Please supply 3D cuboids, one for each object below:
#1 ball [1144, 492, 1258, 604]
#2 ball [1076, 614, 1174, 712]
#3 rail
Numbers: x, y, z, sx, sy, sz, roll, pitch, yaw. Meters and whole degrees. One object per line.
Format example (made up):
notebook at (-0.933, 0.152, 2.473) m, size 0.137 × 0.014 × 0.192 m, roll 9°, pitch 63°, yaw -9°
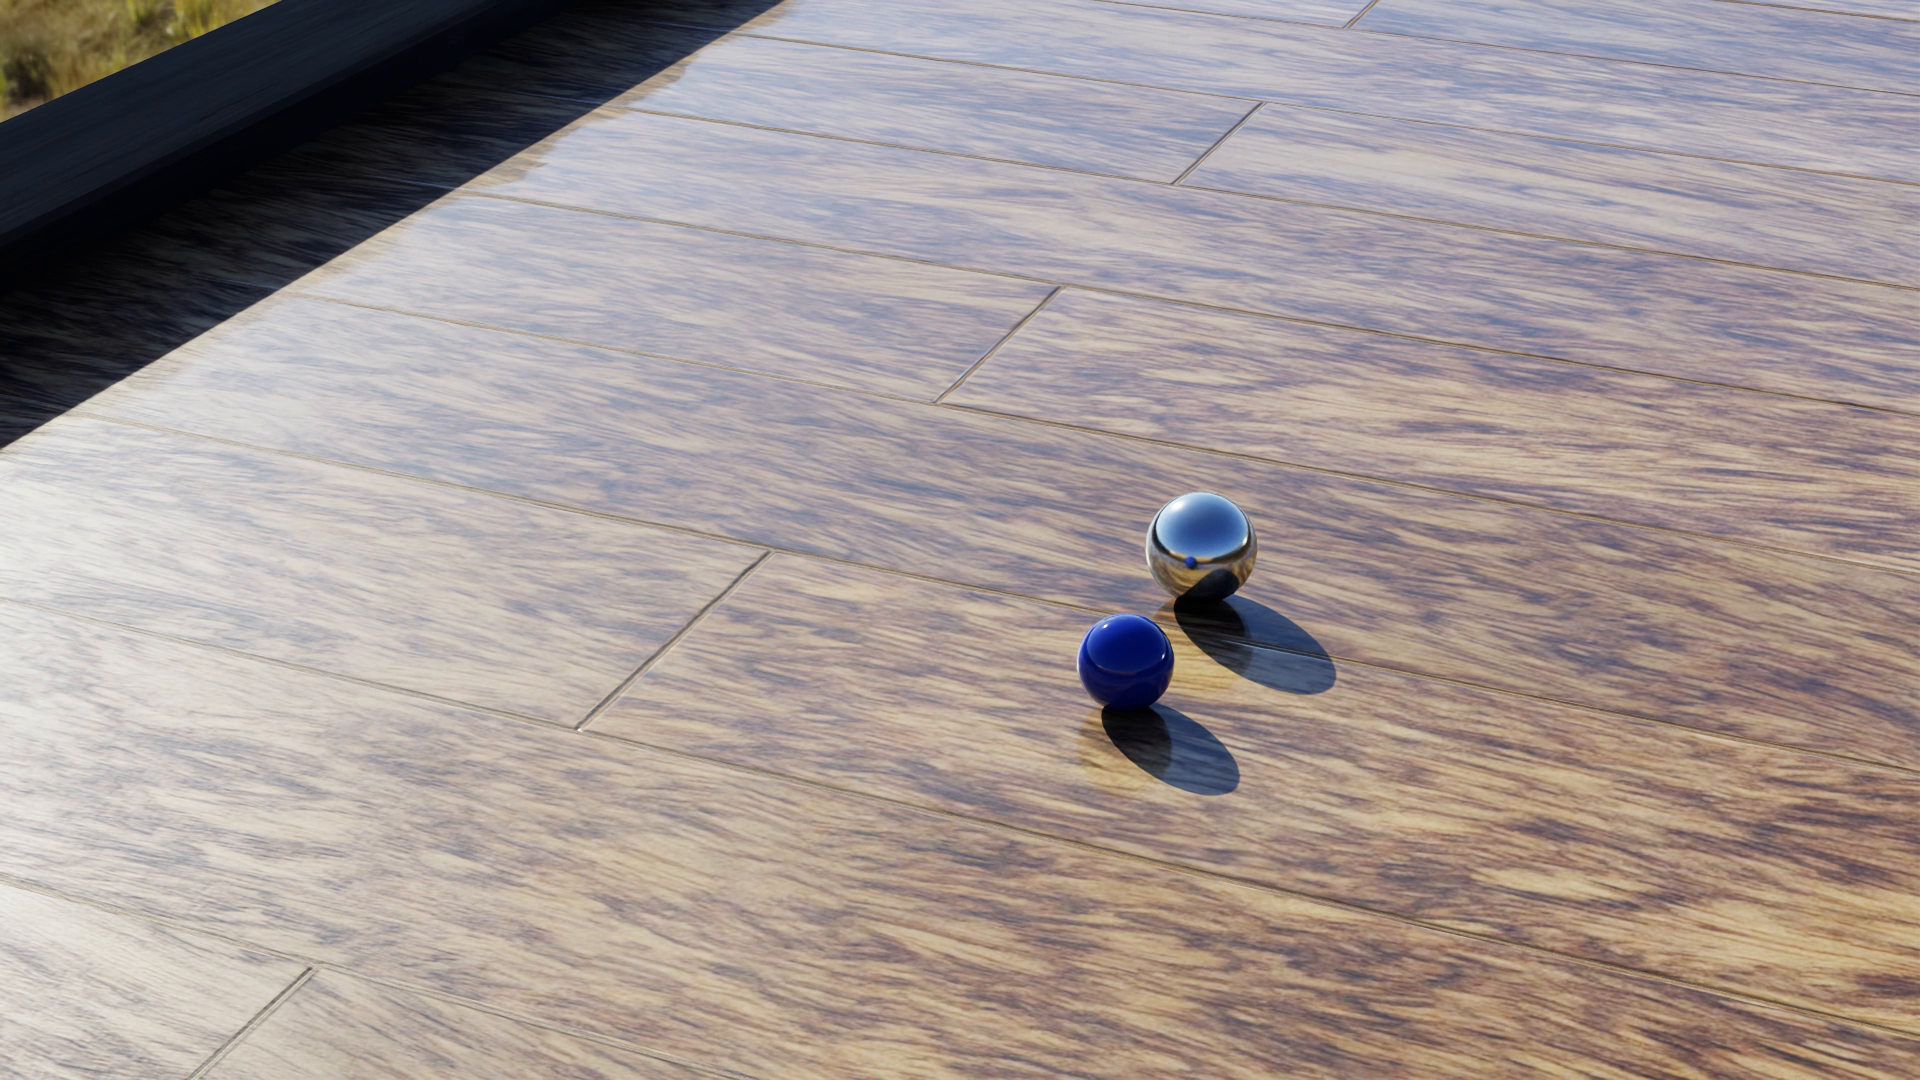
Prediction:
ball at (0.146, 0.005, 1.785) m, size 0.068 × 0.068 × 0.068 m, roll 0°, pitch 26°, yaw 0°
ball at (0.094, 0.069, 1.668) m, size 0.056 × 0.056 × 0.056 m, roll 0°, pitch 26°, yaw 0°
rail at (-0.446, -0.515, 2.768) m, size 0.045 × 0.128 × 3.342 m, roll 11°, pitch 28°, yaw 21°
